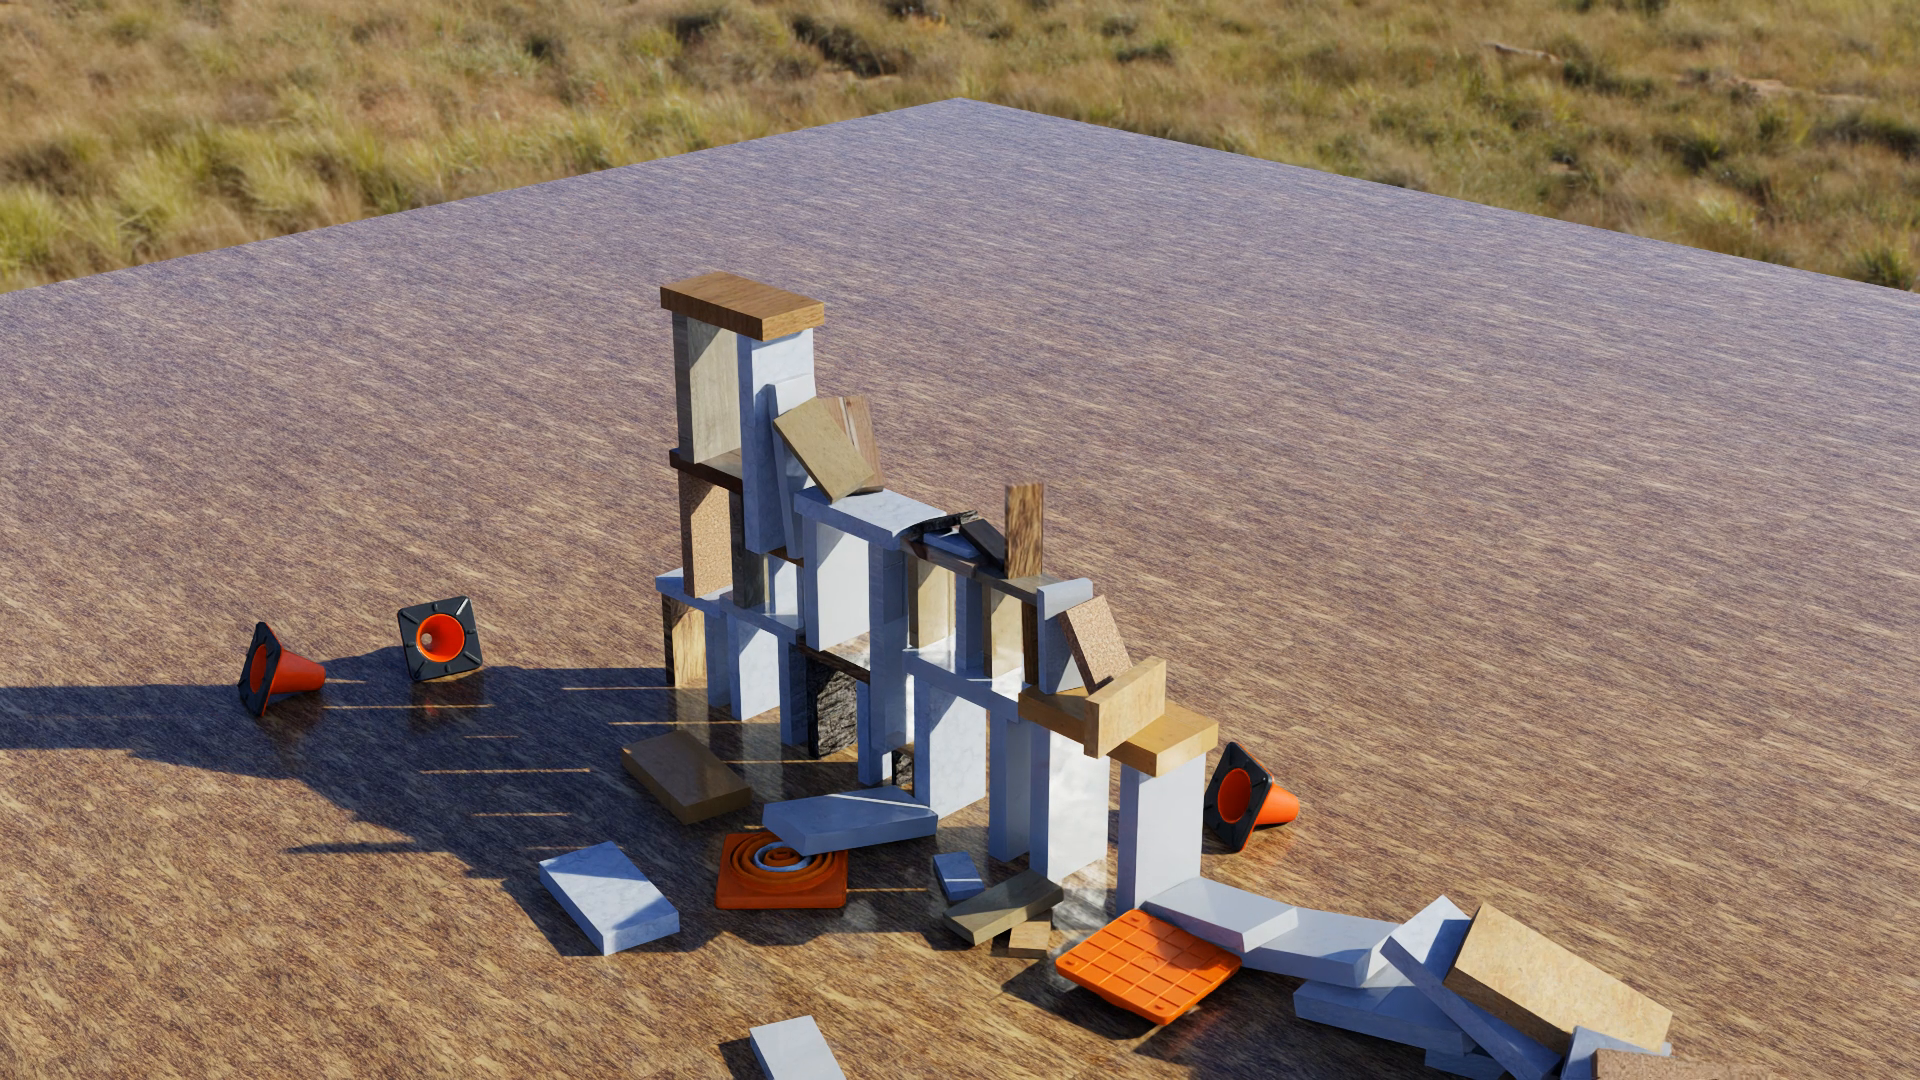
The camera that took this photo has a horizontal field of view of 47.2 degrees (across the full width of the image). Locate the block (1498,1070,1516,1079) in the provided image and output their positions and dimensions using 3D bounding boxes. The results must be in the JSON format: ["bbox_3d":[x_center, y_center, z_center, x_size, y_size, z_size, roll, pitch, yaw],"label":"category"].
[{"bbox_3d":[0.978,0.956,3.445,0.349,0.049,0.175,18,29,36],"label":"block"}]

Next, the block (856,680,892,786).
[{"bbox_3d":[-0.158,0.381,4.561,0.033,0.236,0.118,21,31,40],"label":"block"}]

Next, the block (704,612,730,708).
[{"bbox_3d":[-0.510,0.251,4.883,0.032,0.224,0.112,21,31,41],"label":"block"}]

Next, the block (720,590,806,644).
[{"bbox_3d":[-0.388,0.152,4.717,0.250,0.035,0.125,21,31,41],"label":"block"}]

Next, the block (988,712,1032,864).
[{"bbox_3d":[0.128,0.455,4.282,0.045,0.317,0.158,21,31,41],"label":"block"}]

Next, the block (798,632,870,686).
[{"bbox_3d":[-0.214,0.235,4.560,0.236,0.033,0.118,21,31,41],"label":"block"}]

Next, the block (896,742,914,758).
[{"bbox_3d":[-0.099,0.425,4.506,0.092,0.013,0.046,21,31,40],"label":"block"}]

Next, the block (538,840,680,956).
[{"bbox_3d":[-0.661,0.669,4.130,0.150,0.043,0.301,-14,27,-30],"label":"block"}]

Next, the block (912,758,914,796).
[{"bbox_3d":[-0.077,0.482,4.507,0.013,0.092,0.046,21,31,41],"label":"block"}]

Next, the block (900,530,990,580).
[{"bbox_3d":[-0.012,0.020,4.246,0.099,0.028,0.197,-21,31,-40],"label":"block"}]

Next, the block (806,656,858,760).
[{"bbox_3d":[-0.269,0.337,4.664,0.033,0.236,0.118,21,31,40],"label":"block"}]

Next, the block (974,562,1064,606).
[{"bbox_3d":[0.115,0.078,4.132,0.082,0.023,0.164,-21,31,-40],"label":"block"}]

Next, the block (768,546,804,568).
[{"bbox_3d":[-0.342,0.024,4.604,0.135,0.019,0.067,21,31,41],"label":"block"}]

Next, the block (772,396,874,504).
[{"bbox_3d":[-0.274,-0.181,4.416,0.103,0.029,0.207,-32,74,-21],"label":"block"}]

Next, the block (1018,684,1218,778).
[{"bbox_3d":[0.288,0.329,4.052,0.170,0.048,0.340,-21,31,-40],"label":"block"}]

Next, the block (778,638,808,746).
[{"bbox_3d":[-0.329,0.306,4.718,0.035,0.250,0.125,21,31,41],"label":"block"}]

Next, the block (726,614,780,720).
[{"bbox_3d":[-0.447,0.260,4.827,0.035,0.250,0.125,21,31,41],"label":"block"}]

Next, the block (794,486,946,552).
[{"bbox_3d":[-0.182,-0.057,4.406,0.146,0.041,0.292,-21,31,-41],"label":"block"}]

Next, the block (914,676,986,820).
[{"bbox_3d":[-0.020,0.396,4.421,0.045,0.317,0.158,21,31,41],"label":"block"}]

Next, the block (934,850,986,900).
[{"bbox_3d":[-0.002,0.644,4.219,0.069,0.020,0.138,-5,24,-13],"label":"block"}]

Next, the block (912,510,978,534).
[{"bbox_3d":[-0.030,-0.035,4.255,0.120,0.017,0.060,-11,6,36],"label":"block"}]

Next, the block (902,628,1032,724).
[{"bbox_3d":[0.054,0.259,4.281,0.158,0.045,0.317,-21,31,-40],"label":"block"}]

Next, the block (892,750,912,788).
[{"bbox_3d":[-0.121,0.465,4.547,0.013,0.092,0.046,21,31,40],"label":"block"}]

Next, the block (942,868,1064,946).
[{"bbox_3d":[0.080,0.680,4.080,0.203,0.029,0.102,-22,25,-29],"label":"block"}]

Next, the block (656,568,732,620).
[{"bbox_3d":[-0.562,0.112,4.882,0.224,0.032,0.112,21,31,40],"label":"block"}]

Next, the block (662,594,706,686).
[{"bbox_3d":[-0.616,0.209,4.980,0.032,0.224,0.112,21,31,41],"label":"block"}]

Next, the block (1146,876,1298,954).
[{"bbox_3d":[0.473,0.678,3.994,0.131,0.037,0.262,-19,16,-33],"label":"block"}]

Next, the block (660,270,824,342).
[{"bbox_3d":[-0.448,-0.481,4.505,0.326,0.046,0.163,21,31,41],"label":"block"}]

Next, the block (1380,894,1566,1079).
[{"bbox_3d":[0.870,0.745,3.639,0.162,0.046,0.325,-24,57,-41],"label":"block"}]

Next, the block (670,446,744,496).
[{"bbox_3d":[-0.486,-0.158,4.683,0.262,0.037,0.131,21,31,41],"label":"block"}]

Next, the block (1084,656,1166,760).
[{"bbox_3d":[0.295,0.297,3.926,0.031,0.109,0.219,16,28,33],"label":"block"}]
